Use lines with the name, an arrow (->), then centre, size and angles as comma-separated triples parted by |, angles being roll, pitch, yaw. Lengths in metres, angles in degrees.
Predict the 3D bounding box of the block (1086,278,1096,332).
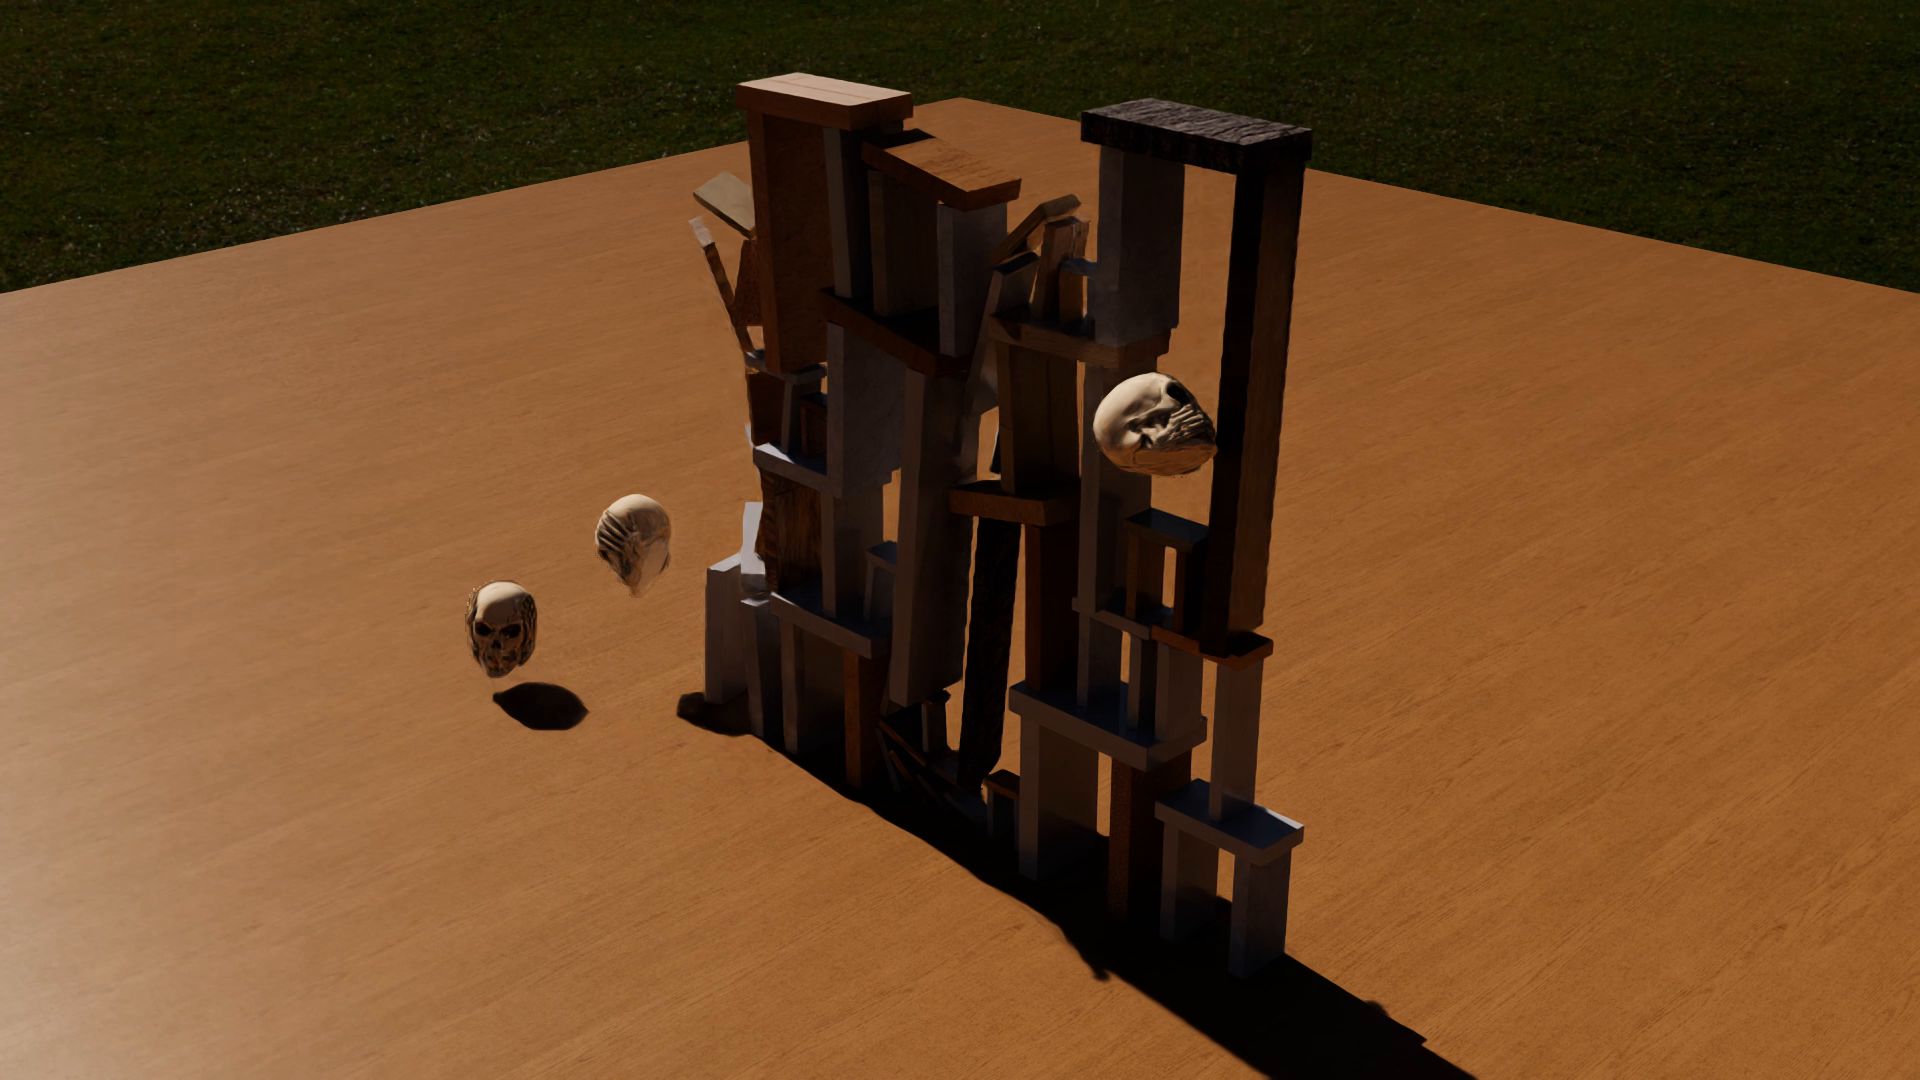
block -> 0.239, -0.411, 3.796 | 0.047, 0.094, 0.013 | -22, 32, -40

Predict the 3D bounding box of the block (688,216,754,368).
block -> -0.477, -0.479, 4.592 | 0.025, 0.471, 0.087 | -25, 52, -6

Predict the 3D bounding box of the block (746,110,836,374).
block -> -0.325, -0.595, 4.327 | 0.045, 0.517, 0.160 | 17, 28, 42

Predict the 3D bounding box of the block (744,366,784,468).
block -> -0.399, -0.262, 4.598 | 0.080, 0.274, 0.023 | -17, 50, -15

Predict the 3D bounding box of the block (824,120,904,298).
block -> -0.171, -0.630, 4.150 | 0.160, 0.319, 0.045 | -21, 26, -41

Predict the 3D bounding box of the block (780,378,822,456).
block -> -0.323, -0.257, 4.460 | 0.080, 0.159, 0.023 | -22, 40, -41

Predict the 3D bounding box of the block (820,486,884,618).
block -> -0.218, 0.014, 4.471 | 0.135, 0.269, 0.038 | -21, 31, -40

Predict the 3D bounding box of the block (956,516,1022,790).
block -> 0.060, 0.195, 4.396 | 0.047, 0.594, 0.165 | 10, 20, 14

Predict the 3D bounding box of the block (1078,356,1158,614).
block -> 0.277, -0.106, 3.891 | 0.041, 0.459, 0.146 | 21, 30, 40

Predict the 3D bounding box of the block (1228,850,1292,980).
block -> 0.535, 0.650, 3.919 | 0.034, 0.241, 0.121 | 21, 31, 41

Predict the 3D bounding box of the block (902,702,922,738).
block -> -0.093, 0.343, 4.479 | 0.053, 0.106, 0.015 | -22, 13, -41

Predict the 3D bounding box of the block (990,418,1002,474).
block -> 0.097, -0.184, 4.200 | 0.060, 0.120, 0.017 | 7, 16, -11

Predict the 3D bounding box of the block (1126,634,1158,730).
block -> 0.344, 0.242, 3.960 | 0.026, 0.184, 0.092 | 22, 31, 40

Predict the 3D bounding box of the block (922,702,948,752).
block -> -0.052, 0.372, 4.450 | 0.053, 0.106, 0.015 | -20, 27, -40

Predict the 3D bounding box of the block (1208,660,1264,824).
block -> 0.484, 0.343, 3.855 | 0.027, 0.305, 0.096 | 21, 30, 41

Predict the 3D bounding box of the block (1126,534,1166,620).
block -> 0.329, 0.053, 3.894 | 0.022, 0.163, 0.077 | 21, 31, 39

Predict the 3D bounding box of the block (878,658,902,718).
block -> -0.104, 0.213, 4.439 | 0.020, 0.335, 0.069 | 35, 39, 29

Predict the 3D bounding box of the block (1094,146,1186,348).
block -> 0.304, -0.510, 3.709 | 0.048, 0.341, 0.171 | 19, 29, 38

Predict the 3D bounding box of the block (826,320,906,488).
block -> -0.182, -0.282, 4.300 | 0.047, 0.332, 0.166 | 24, 32, 39

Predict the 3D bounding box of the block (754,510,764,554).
block -> -0.387, -0.047, 4.710 | 0.085, 0.170, 0.024 | 17, 9, 36

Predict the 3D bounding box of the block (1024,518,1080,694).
block -> 0.201, 0.109, 4.086 | 0.165, 0.329, 0.047 | -15, 26, -32

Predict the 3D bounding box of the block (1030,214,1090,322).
block -> 0.175, -0.475, 3.842 | 0.088, 0.176, 0.025 | -21, 42, -40

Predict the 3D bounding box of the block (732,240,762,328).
block -> -0.411, -0.519, 4.437 | 0.025, 0.174, 0.087 | 23, 22, 35

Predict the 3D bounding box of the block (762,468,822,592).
block -> -0.345, -0.037, 4.589 | 0.135, 0.269, 0.038 | -21, 30, -40

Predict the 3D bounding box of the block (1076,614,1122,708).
block -> 0.257, 0.208, 4.039 | 0.092, 0.184, 0.026 | -21, 31, -41

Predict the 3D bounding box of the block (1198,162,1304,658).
block -> 0.481, -0.214, 3.641 | 0.048, 0.832, 0.171 | 14, 26, 26

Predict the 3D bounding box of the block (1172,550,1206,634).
block -> 0.405, 0.079, 3.821 | 0.022, 0.154, 0.077 | 21, 30, 39

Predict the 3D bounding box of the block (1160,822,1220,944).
block -> 0.421, 0.606, 4.024 | 0.121, 0.241, 0.034 | -21, 31, -41

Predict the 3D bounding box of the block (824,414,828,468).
block -> -0.244, -0.203, 4.398 | 0.055, 0.110, 0.016 | -21, 30, -40

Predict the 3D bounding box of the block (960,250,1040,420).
block -> 0.071, -0.368, 4.005 | 0.088, 0.374, 0.025 | -30, 62, -31

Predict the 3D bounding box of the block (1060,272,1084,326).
block -> 0.194, -0.426, 3.834 | 0.013, 0.094, 0.047 | 21, 32, 40

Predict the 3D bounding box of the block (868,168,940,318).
block -> -0.101, -0.562, 4.093 | 0.138, 0.275, 0.039 | -21, 28, -40

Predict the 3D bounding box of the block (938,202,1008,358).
block -> 0.025, -0.482, 3.986 | 0.138, 0.275, 0.039 | -21, 29, -40

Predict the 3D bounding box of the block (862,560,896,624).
block -> -0.160, 0.095, 4.444 | 0.069, 0.139, 0.020 | -21, 39, -41

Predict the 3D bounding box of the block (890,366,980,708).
block -> -0.047, -0.018, 4.263 | 0.047, 0.714, 0.166 | 25, 34, 35

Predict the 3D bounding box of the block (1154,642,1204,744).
block -> 0.391, 0.257, 3.915 | 0.096, 0.192, 0.027 | -21, 31, -40

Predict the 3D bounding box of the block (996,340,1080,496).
block -> 0.143, -0.240, 4.023 | 0.146, 0.293, 0.041 | -15, 23, -30

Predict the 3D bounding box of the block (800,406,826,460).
block -> -0.295, -0.223, 4.446 | 0.055, 0.110, 0.016 | -21, 31, -41
